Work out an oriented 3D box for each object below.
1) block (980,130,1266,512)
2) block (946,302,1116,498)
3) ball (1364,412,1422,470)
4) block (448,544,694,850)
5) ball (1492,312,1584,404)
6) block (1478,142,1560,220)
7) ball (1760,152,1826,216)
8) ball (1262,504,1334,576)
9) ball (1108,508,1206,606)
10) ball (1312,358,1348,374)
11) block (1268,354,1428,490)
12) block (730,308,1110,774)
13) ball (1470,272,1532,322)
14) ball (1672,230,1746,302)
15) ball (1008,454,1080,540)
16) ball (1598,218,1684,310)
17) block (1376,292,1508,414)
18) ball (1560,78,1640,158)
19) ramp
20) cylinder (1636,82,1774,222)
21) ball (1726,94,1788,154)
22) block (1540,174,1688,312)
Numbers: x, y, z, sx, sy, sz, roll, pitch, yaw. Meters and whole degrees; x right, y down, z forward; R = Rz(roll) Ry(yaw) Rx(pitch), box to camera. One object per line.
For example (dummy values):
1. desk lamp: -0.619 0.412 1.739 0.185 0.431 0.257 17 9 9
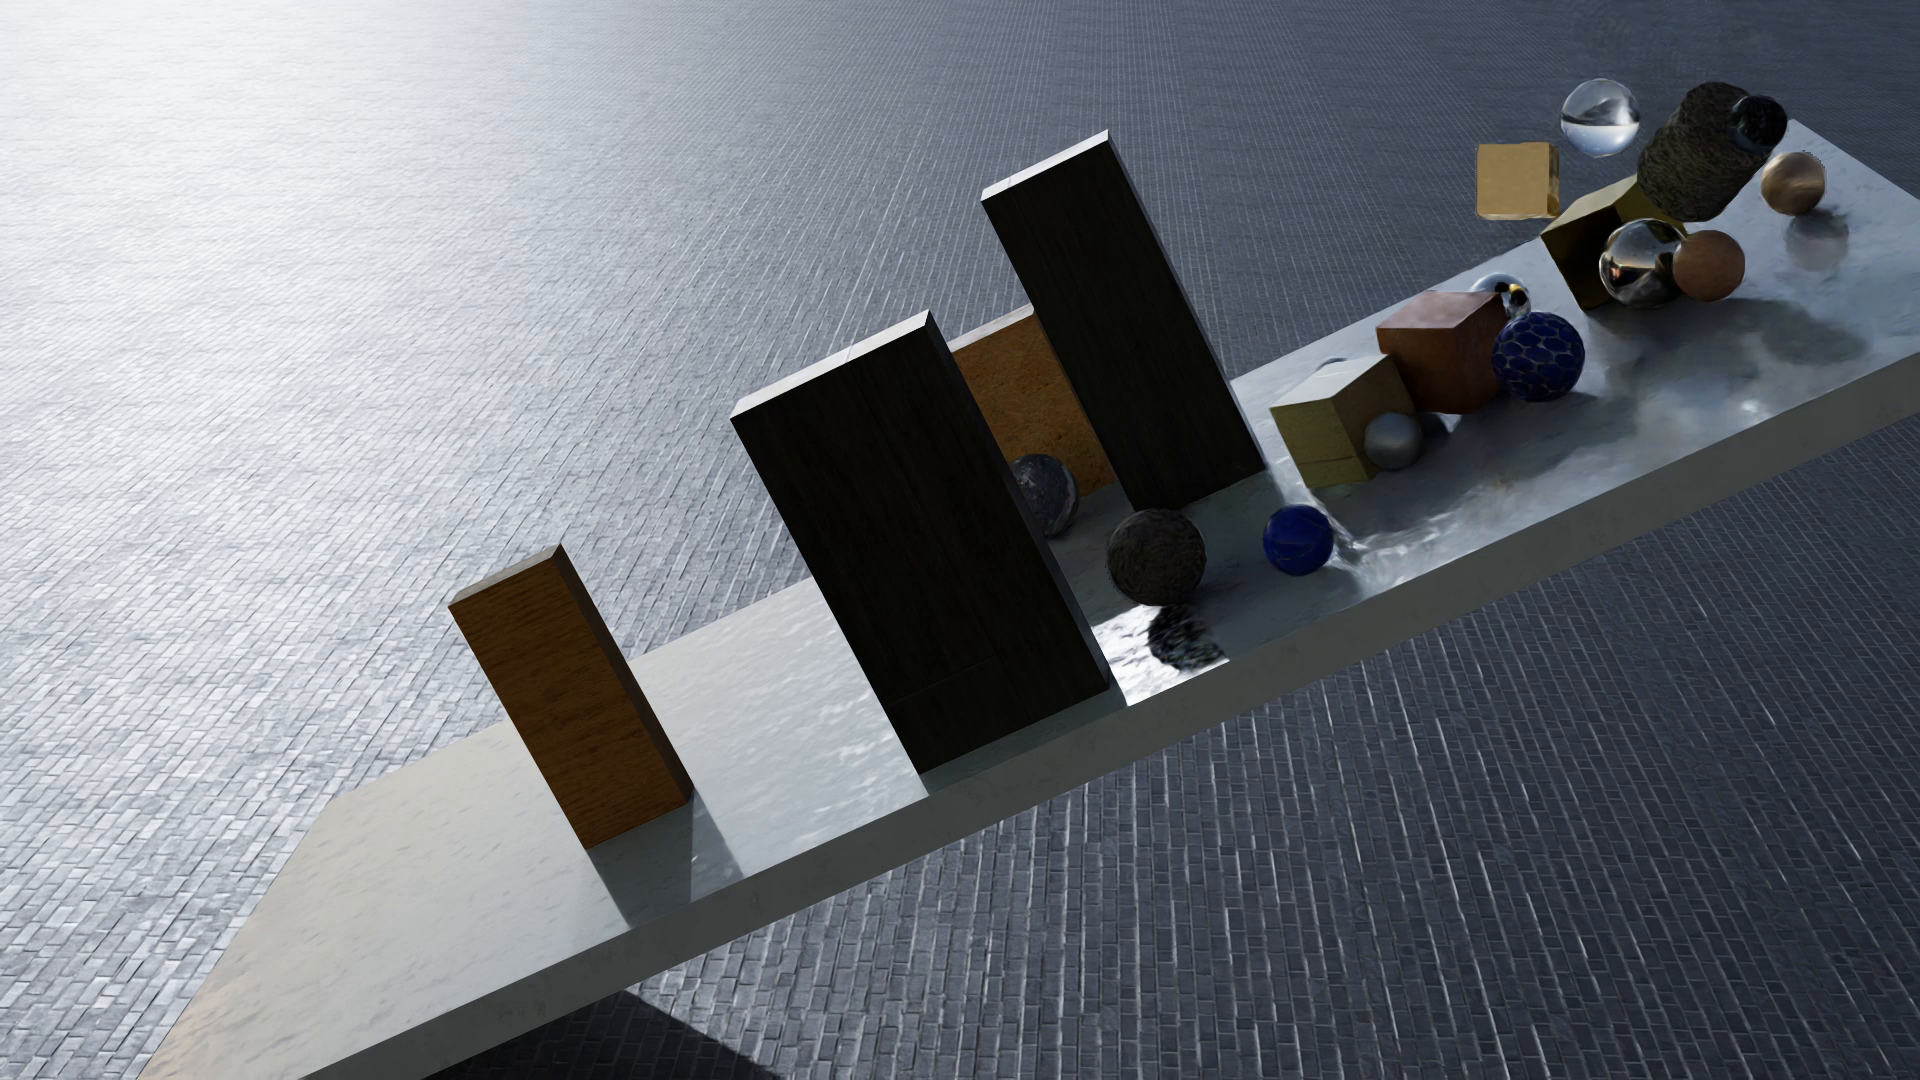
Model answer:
1. block: 0.352 -0.450 6.272 0.294 0.782 0.144 -25 14 10
2. block: 0.084 -0.260 6.823 0.409 0.437 0.144 -25 14 10
3. ball: 0.853 -0.195 5.795 0.117 0.117 0.117 0 16 0
4. block: -0.792 0.322 6.019 0.240 0.584 0.105 -25 14 10
5. ball: 1.128 -0.357 5.737 0.179 0.179 0.179 0 16 0
6. block: 1.171 -0.751 6.164 0.146 0.146 0.146 1 2 20
7. ball: 1.731 -0.740 6.112 0.131 0.131 0.131 0 16 0
8. ball: 0.628 0.000 5.464 0.134 0.134 0.134 0 16 0
9. ball: 0.381 0.034 5.689 0.191 0.191 0.191 0 16 0
10. ball: 0.821 -0.341 6.404 0.115 0.115 0.115 0 16 0
11. block: 0.783 -0.239 5.937 0.189 0.189 0.189 -35 16 -31
12. block: -0.067 0.008 5.419 0.394 0.759 0.140 -25 14 10
13. ball: 1.158 -0.505 6.320 0.139 0.139 0.139 0 16 0
14. ball: 1.479 -0.542 5.812 0.142 0.142 0.142 0 16 0
15. ball: 0.169 -0.095 6.567 0.195 0.195 0.195 0 16 0
16. ball: 1.393 -0.561 5.977 0.186 0.186 0.186 0 16 0
17. block: 0.983 -0.379 5.932 0.185 0.185 0.185 4 28 42
18. ball: 1.325 -0.873 6.086 0.162 0.162 0.162 0 16 0
19. ramp: 0.138 0.168 6.281 4.000 0.100 2.000 -25 14 10
20. cylinder: 1.506 -0.782 5.942 0.206 0.206 0.206 -5 -23 -16
21. ball: 1.564 -0.817 5.772 0.115 0.115 0.115 0 16 0
22. block: 1.385 -0.631 6.198 0.192 0.192 0.192 -21 14 47
